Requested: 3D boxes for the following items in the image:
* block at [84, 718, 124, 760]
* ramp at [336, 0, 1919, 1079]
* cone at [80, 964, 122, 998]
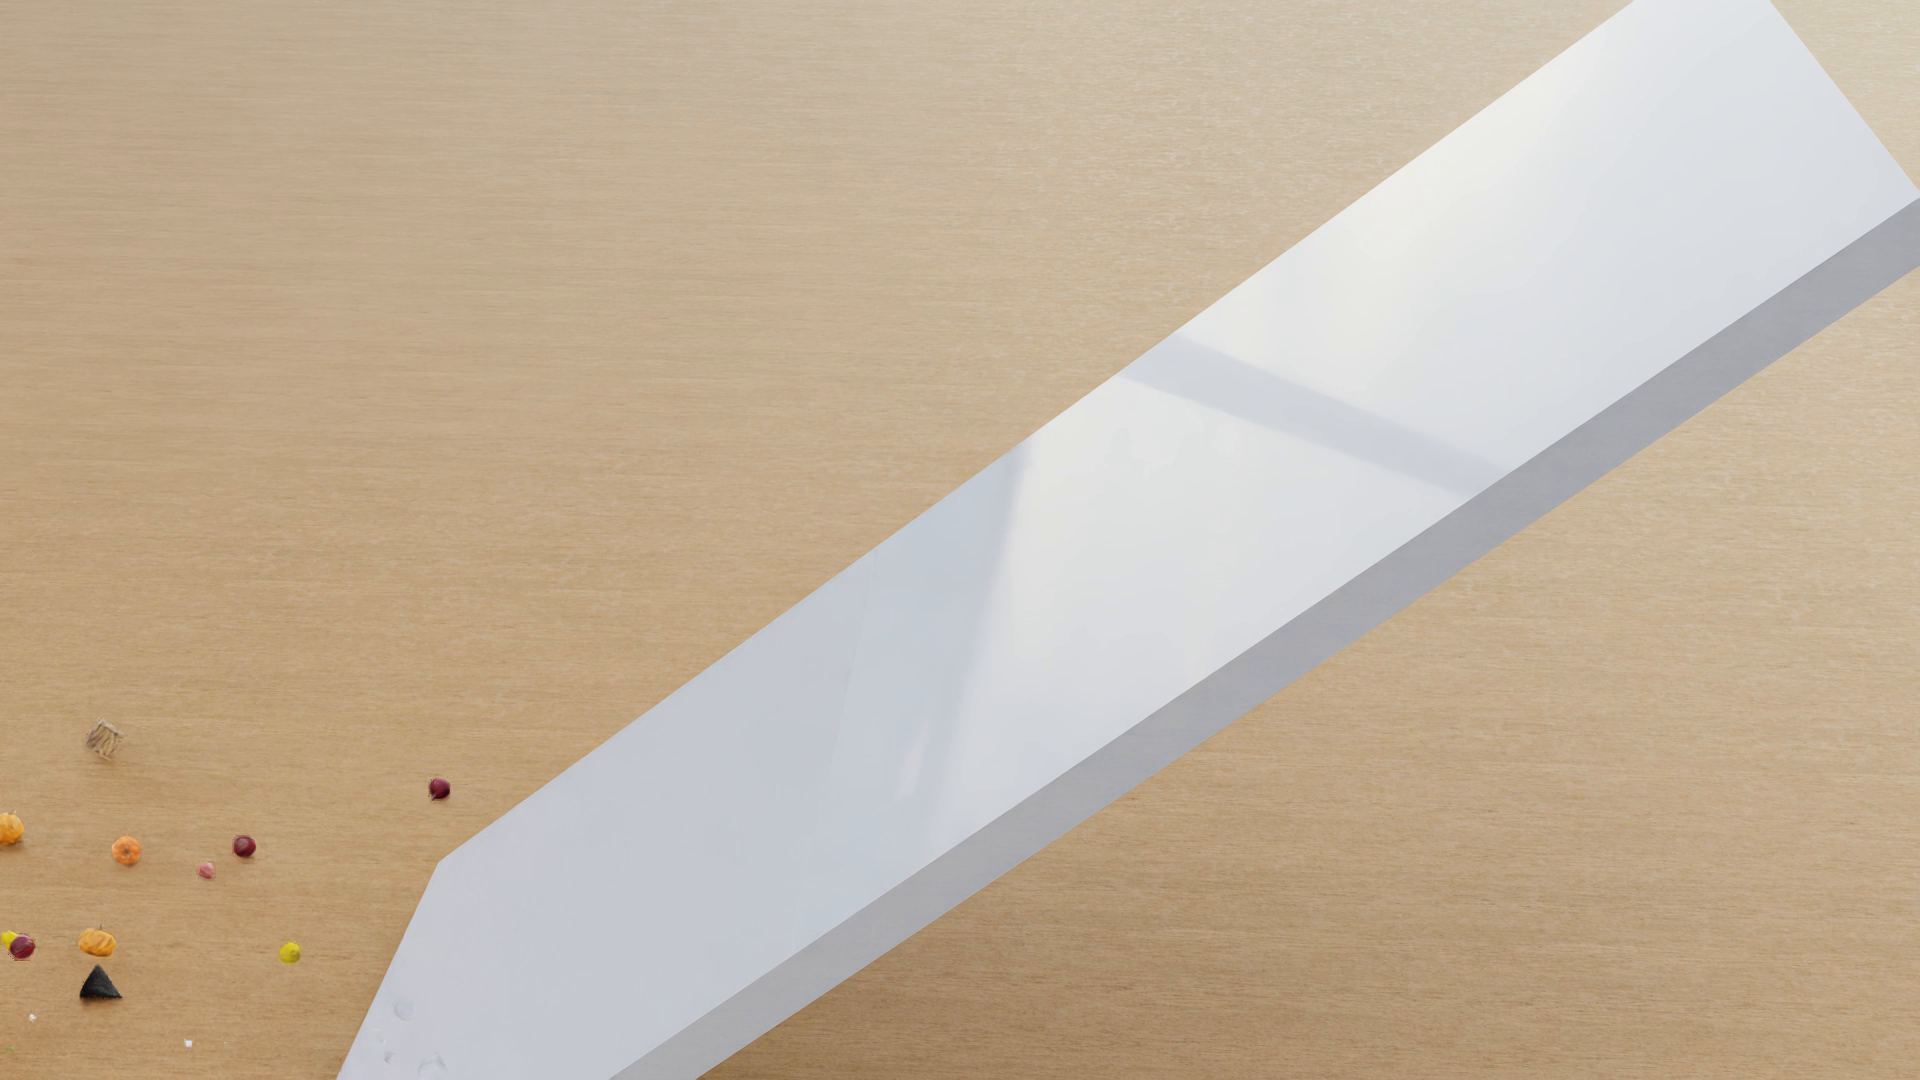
[{"bbox_3d":[-2.476,0.577,8.513,0.080,0.080,0.080,35,-4,-17],"label":"block"},{"bbox_3d":[0.123,0.184,6.336,4.000,0.100,2.000,-35,16,18],"label":"ramp"},{"bbox_3d":[-2.139,1.125,7.366,0.093,0.093,0.093,28,25,-2],"label":"cone"}]
